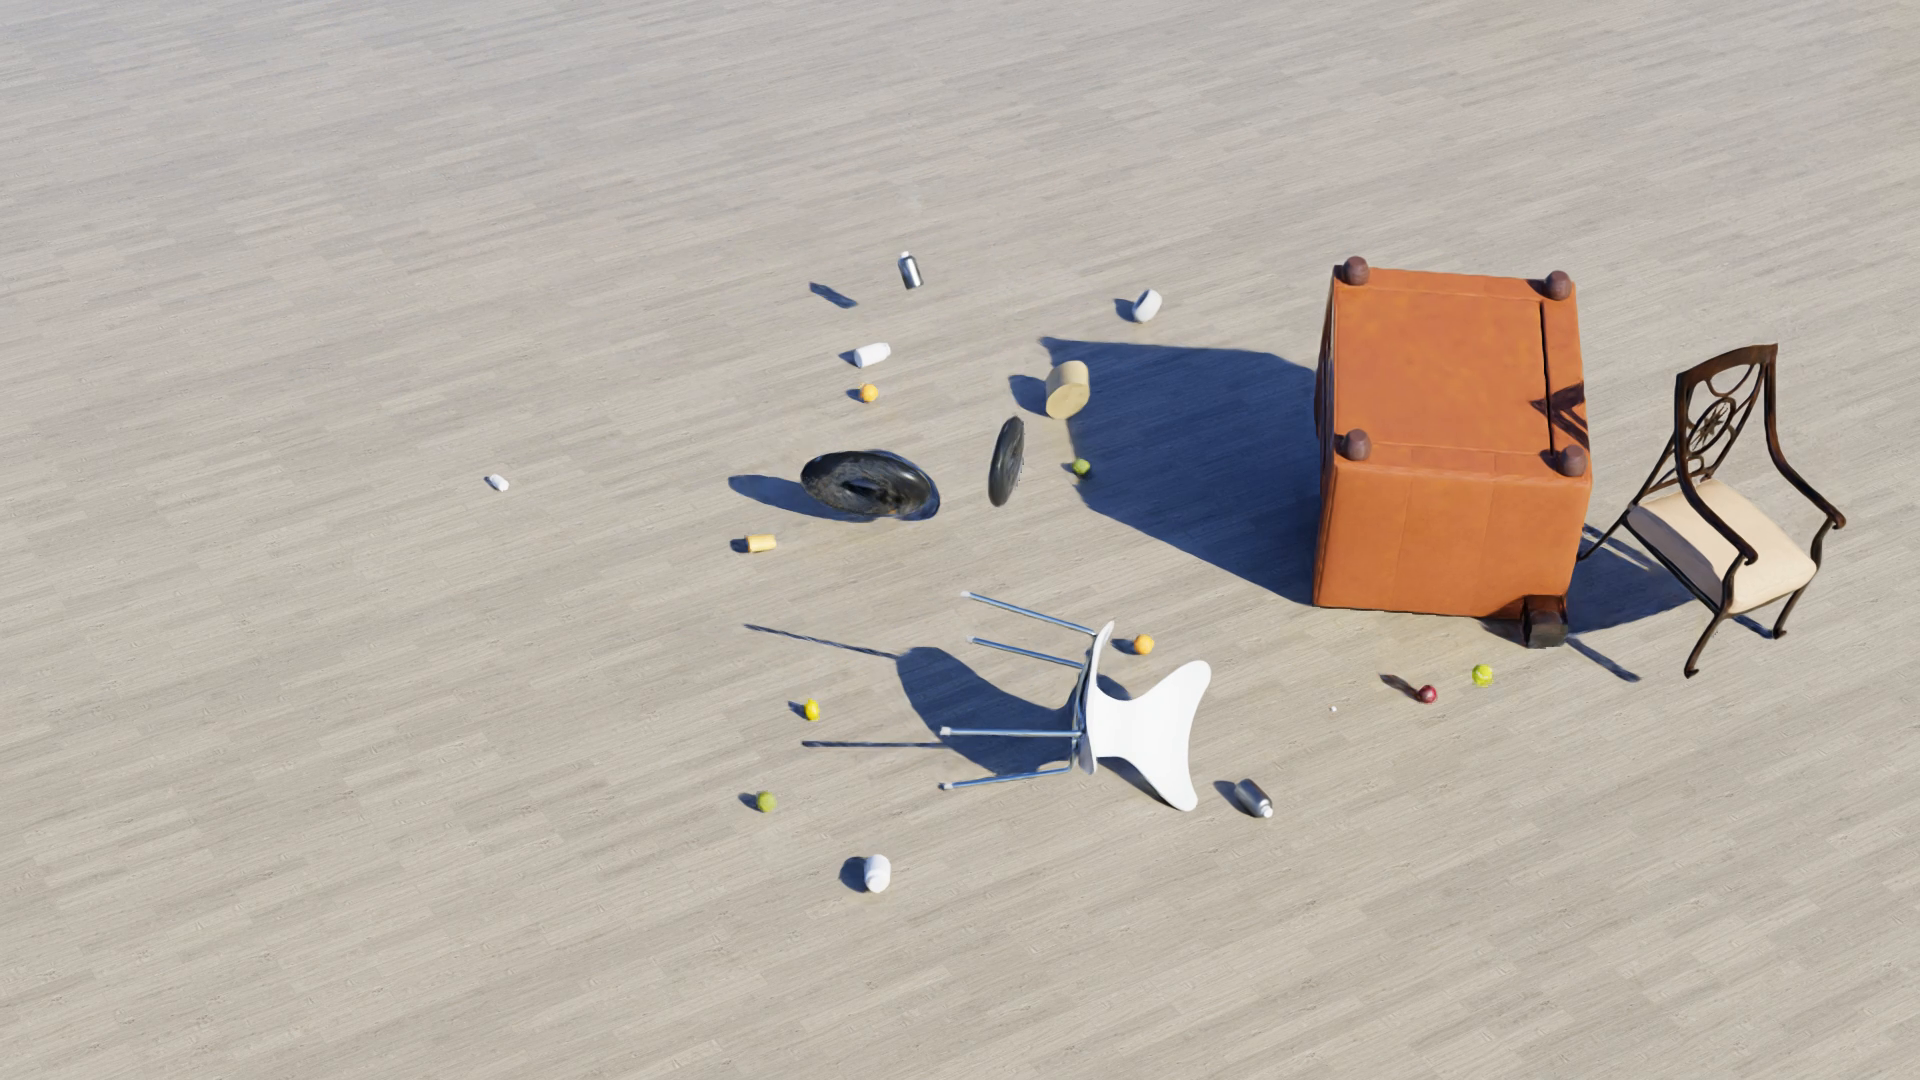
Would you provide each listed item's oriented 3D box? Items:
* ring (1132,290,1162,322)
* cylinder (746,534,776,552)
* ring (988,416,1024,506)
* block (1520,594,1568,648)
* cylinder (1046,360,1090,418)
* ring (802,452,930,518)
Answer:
[{"bbox_3d":[0.785,-0.983,12.329,0.150,0.078,0.094,-53,23,-11],"label":"ring"},{"bbox_3d":[-0.736,0.011,10.860,0.092,0.058,0.130,-7,10,-10],"label":"cylinder"},{"bbox_3d":[0.169,-0.289,10.692,0.066,0.314,0.389,11,35,10],"label":"ring"},{"bbox_3d":[2.065,0.288,10.368,0.128,0.122,0.141,-1,46,-4],"label":"block"},{"bbox_3d":[0.426,-0.598,11.673,0.143,0.205,0.144,33,33,-25],"label":"cylinder"},{"bbox_3d":[-0.350,-0.205,10.847,0.506,0.324,0.109,5,54,17],"label":"ring"}]
